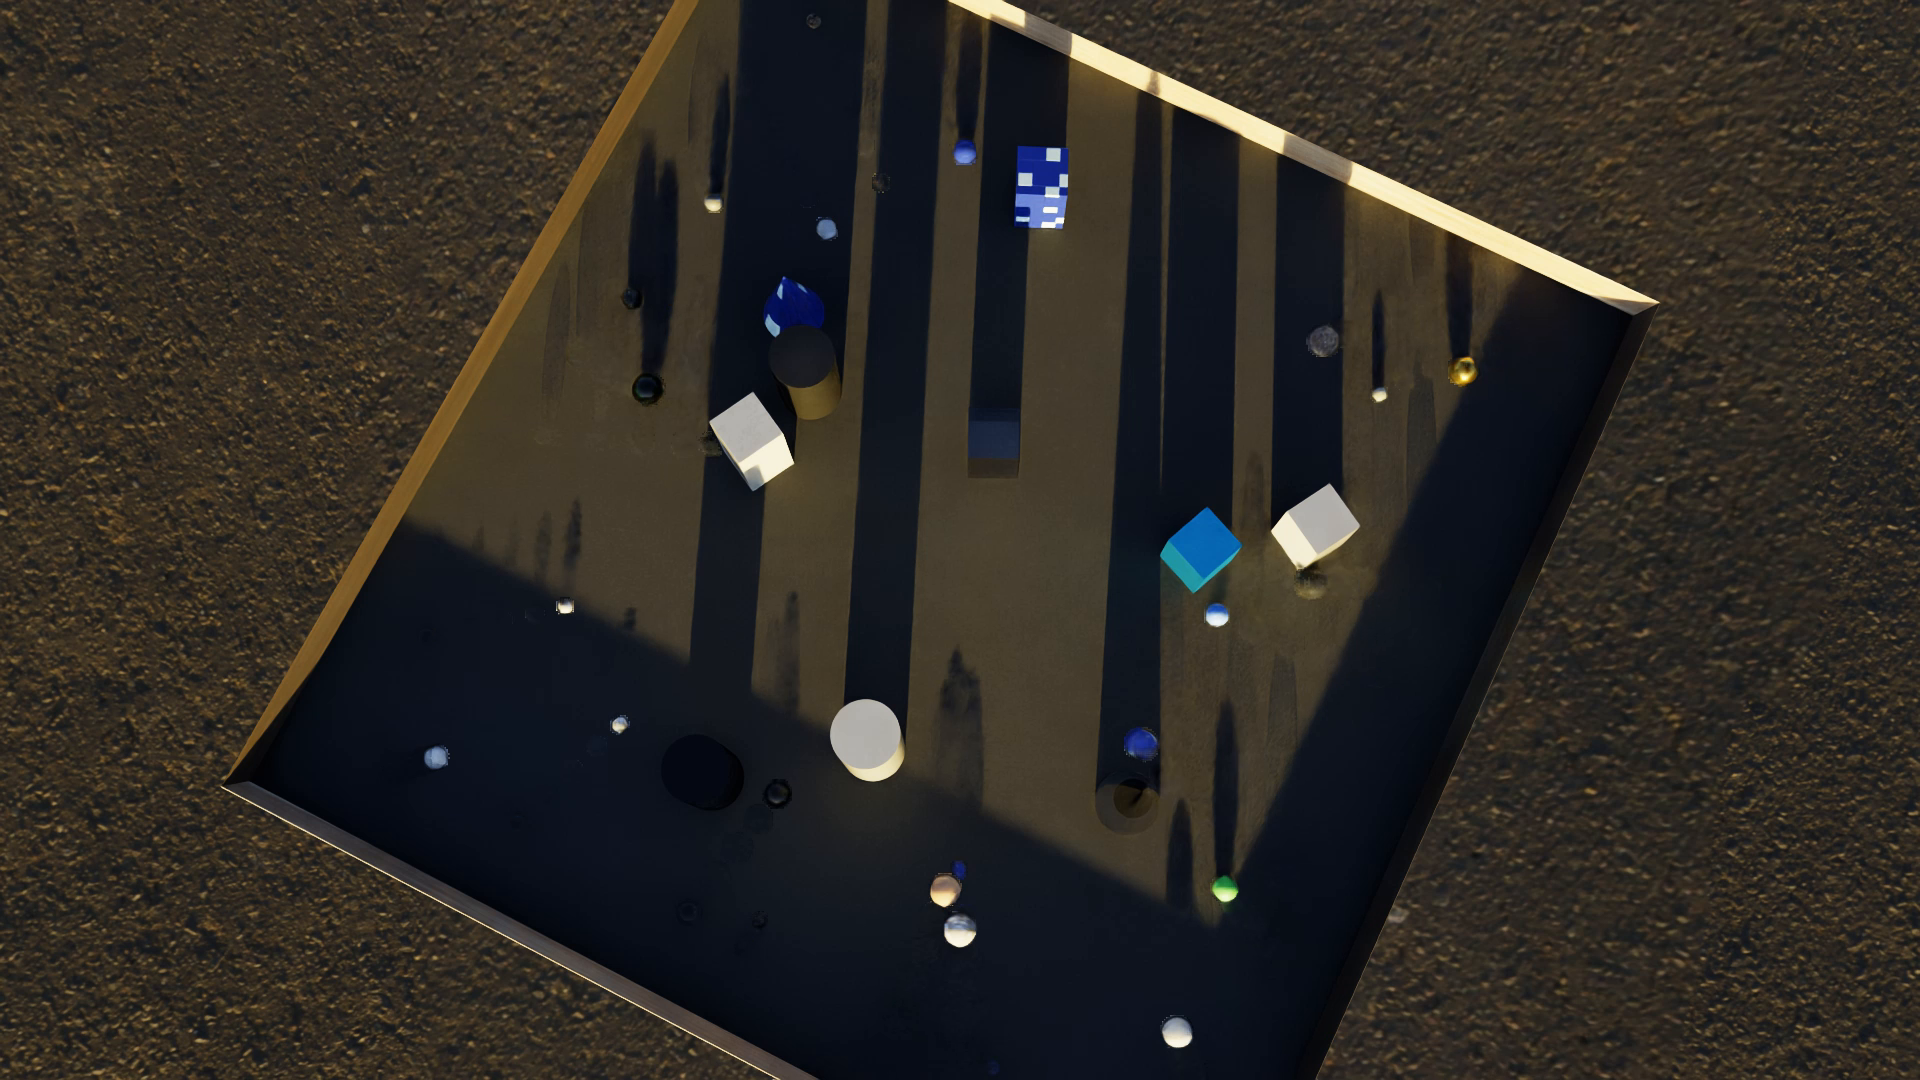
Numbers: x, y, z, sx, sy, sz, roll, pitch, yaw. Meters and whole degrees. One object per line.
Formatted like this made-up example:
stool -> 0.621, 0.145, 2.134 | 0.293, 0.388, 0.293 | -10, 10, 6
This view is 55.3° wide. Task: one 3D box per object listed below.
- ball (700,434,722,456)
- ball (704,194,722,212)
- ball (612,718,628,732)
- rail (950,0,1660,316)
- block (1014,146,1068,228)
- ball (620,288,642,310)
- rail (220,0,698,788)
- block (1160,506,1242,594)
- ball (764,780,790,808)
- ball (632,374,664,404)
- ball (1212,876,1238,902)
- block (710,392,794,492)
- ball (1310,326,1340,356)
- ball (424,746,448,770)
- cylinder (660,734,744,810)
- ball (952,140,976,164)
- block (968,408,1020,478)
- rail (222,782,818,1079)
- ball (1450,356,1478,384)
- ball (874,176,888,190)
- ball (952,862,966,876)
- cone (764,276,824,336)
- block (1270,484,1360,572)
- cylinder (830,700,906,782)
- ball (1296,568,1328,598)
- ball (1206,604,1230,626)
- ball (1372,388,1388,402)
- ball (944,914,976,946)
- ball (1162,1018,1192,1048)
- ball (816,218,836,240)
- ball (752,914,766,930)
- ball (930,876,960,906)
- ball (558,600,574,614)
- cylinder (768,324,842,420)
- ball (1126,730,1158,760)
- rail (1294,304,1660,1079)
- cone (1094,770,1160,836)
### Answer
ball -> -0.763, -0.293, 5.636 | 0.070, 0.070, 0.070 | 0, 78, 0
ball -> -0.781, -1.071, 5.810 | 0.056, 0.056, 0.056 | 0, 78, 0
ball -> -1.017, 0.553, 5.479 | 0.046, 0.046, 0.046 | 0, 78, 0
rail -> 0.717, -1.397, 5.840 | 3.195, 0.126, 0.045 | 26, 80, 5
block -> 0.251, -1.095, 5.706 | 0.155, 0.270, 0.155 | 2, 78, 0
ball -> -1.028, -0.755, 5.738 | 0.069, 0.069, 0.069 | 0, 78, 0
rail -> -1.408, -0.683, 5.692 | 0.045, 0.126, 3.253 | 26, 80, 5
block -> 0.719, 0.032, 5.488 | 0.155, 0.240, 0.155 | -40, 81, -8
ball -> -0.540, 0.752, 5.421 | 0.078, 0.078, 0.078 | 0, 78, 0
ball -> -0.965, -0.466, 5.664 | 0.097, 0.097, 0.097 | 0, 78, 0
ball -> 0.777, 1.021, 5.368 | 0.073, 0.073, 0.073 | 0, 78, 0
block -> -0.621, -0.291, 5.495 | 0.155, 0.355, 0.155 | -35, 80, -7
ball -> 1.133, -0.619, 5.697 | 0.092, 0.092, 0.092 | 0, 78, 0
ball -> -1.559, 0.647, 5.448 | 0.068, 0.068, 0.068 | 0, 78, 0
cylinder -> -0.741, 0.676, 5.299 | 0.194, 0.347, 0.194 | 0, 78, 0
ball -> 0.016, -1.236, 5.833 | 0.077, 0.077, 0.077 | 0, 78, 0
block -> 0.102, -0.291, 5.548 | 0.155, 0.252, 0.155 | 1, 78, 0
rail -> -0.717, 1.410, 5.259 | 3.195, 0.126, 0.045 | 26, 80, 5
ball -> 1.562, -0.525, 5.681 | 0.087, 0.087, 0.087 | 0, 78, 0
ball -> -0.252, -1.136, 5.827 | 0.048, 0.048, 0.048 | 0, 78, 0
ball -> -0.002, 0.970, 5.394 | 0.042, 0.042, 0.042 | 0, 78, 0
cone -> -0.522, -0.747, 5.596 | 0.194, 0.342, 0.194 | 0, 78, 0
block -> 1.061, -0.033, 5.481 | 0.155, 0.278, 0.155 | -33, 80, -6
cylinder -> -0.261, 0.580, 5.267 | 0.194, 0.449, 0.194 | 0, 78, 0
ball -> 1.063, 0.130, 5.541 | 0.095, 0.095, 0.095 | 0, 78, 0
ball -> 0.777, 0.226, 5.534 | 0.071, 0.071, 0.071 | 0, 78, 0
ball -> 1.303, -0.453, 5.688 | 0.044, 0.044, 0.044 | 0, 78, 0
ball -> 0.000, 1.135, 5.333 | 0.095, 0.095, 0.095 | 0, 78, 0
ball -> 0.626, 1.419, 5.279 | 0.085, 0.085, 0.085 | 0, 78, 0
ball -> -0.421, -0.982, 5.787 | 0.065, 0.065, 0.065 | 0, 78, 0
ball -> -0.588, 1.116, 5.363 | 0.044, 0.044, 0.044 | 0, 78, 0
ball -> -0.043, 1.027, 5.359 | 0.089, 0.089, 0.089 | 0, 78, 0
ball -> -1.195, 0.202, 5.552 | 0.044, 0.044, 0.044 | 0, 78, 0
cylinder -> -0.464, -0.504, 5.543 | 0.194, 0.348, 0.194 | 0, 78, 0
ball -> 0.541, 0.609, 5.443 | 0.092, 0.092, 0.092 | 0, 78, 0
rail -> 1.408, 0.696, 5.407 | 0.045, 0.126, 3.253 | 26, 80, 5
cone -> 0.498, 0.733, 5.225 | 0.194, 0.470, 0.194 | 0, 78, 0
